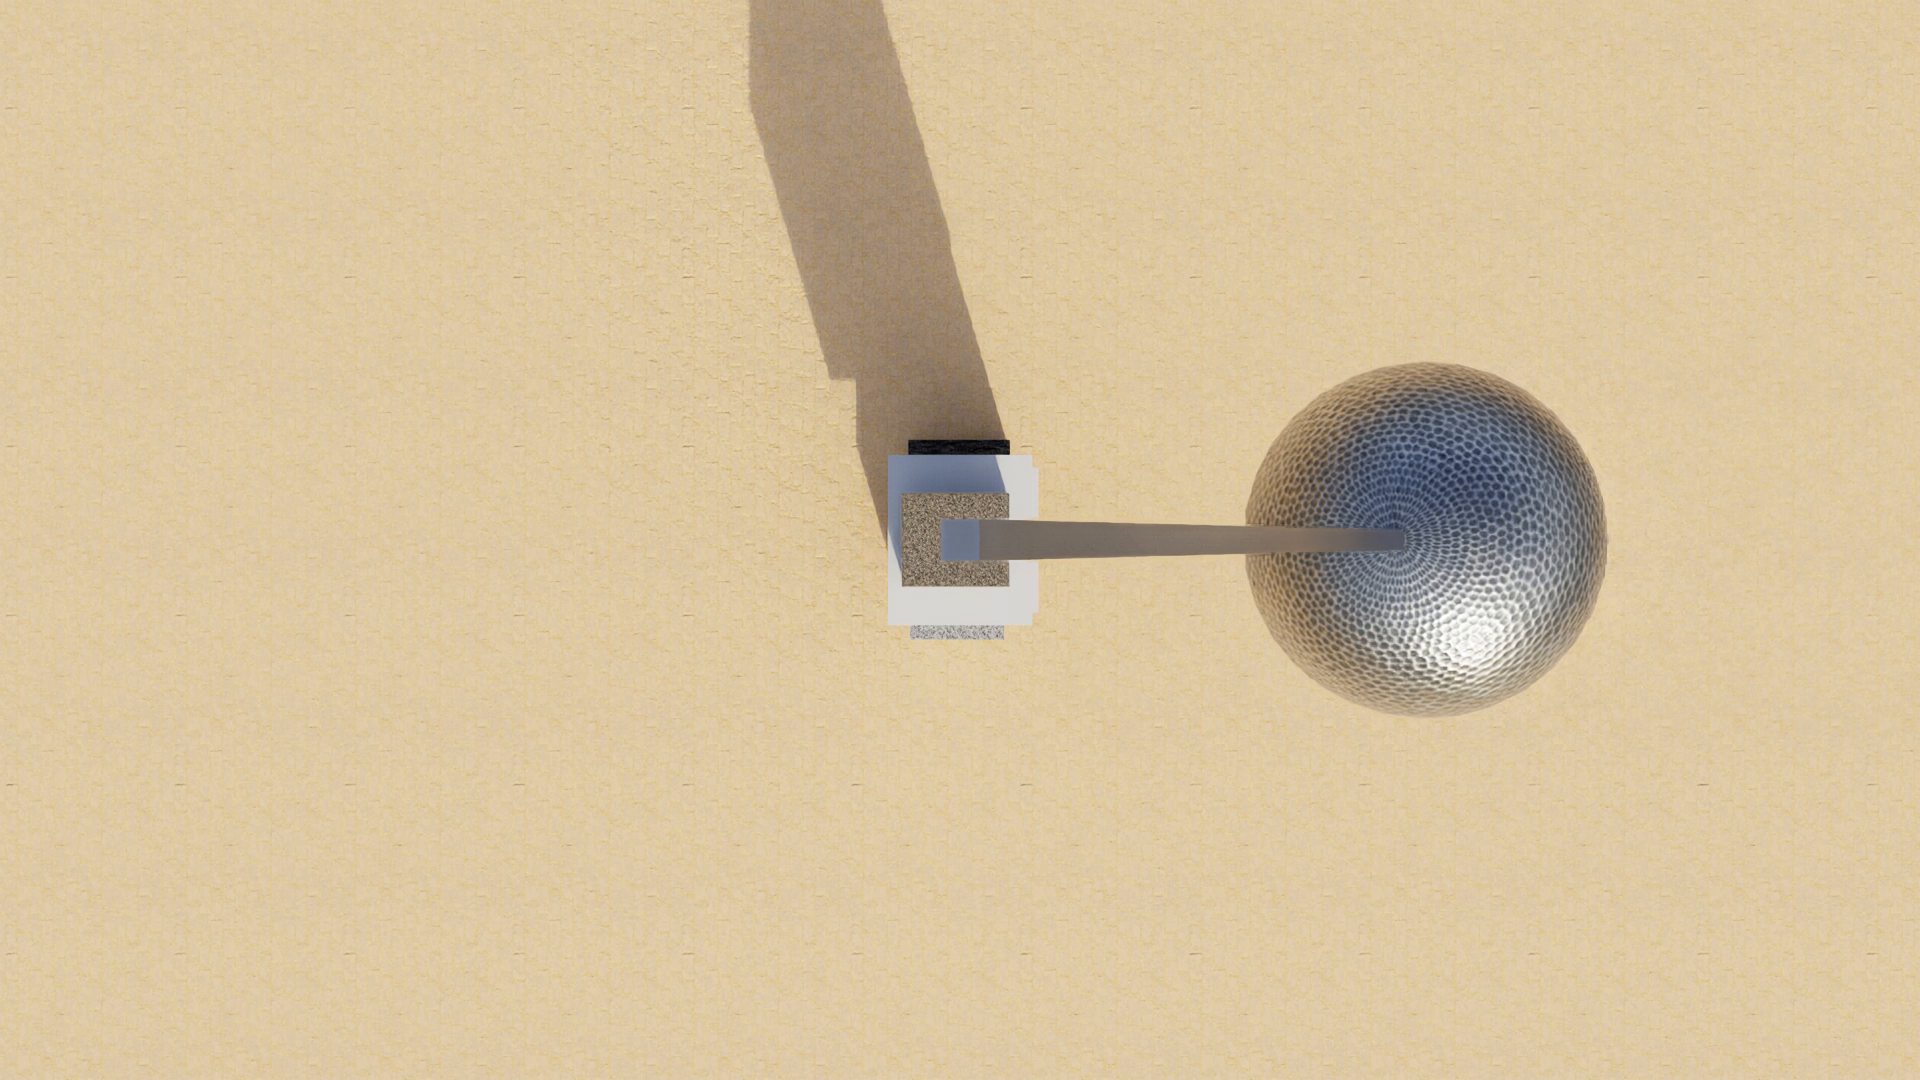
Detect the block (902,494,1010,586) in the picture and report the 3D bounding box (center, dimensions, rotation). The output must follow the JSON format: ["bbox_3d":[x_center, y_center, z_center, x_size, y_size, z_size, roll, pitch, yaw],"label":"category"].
[{"bbox_3d":[-0.016,0.000,8.553,0.410,0.356,0.356,0,90,0],"label":"block"}]

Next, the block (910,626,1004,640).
[{"bbox_3d":[-0.016,0.297,12.747,0.532,0.506,0.535,0,90,0],"label":"block"}]

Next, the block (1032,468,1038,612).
[{"bbox_3d":[0.019,0.000,9.757,0.636,0.655,0.622,0,90,0],"label":"block"}]

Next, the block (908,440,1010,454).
[{"bbox_3d":[-0.005,-0.273,12.695,0.573,0.610,0.585,0,90,0],"label":"block"}]

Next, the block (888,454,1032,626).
[{"bbox_3d":[0.001,0.000,9.080,0.574,0.699,0.676,0,90,0],"label":"block"}]

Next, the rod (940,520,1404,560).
[{"bbox_3d":[0.899,0.000,6.665,0.080,5.200,0.080,0,90,20],"label":"rod"}]

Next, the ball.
[{"bbox_3d":[2.074,0.000,9.855,1.600,1.600,1.600,0,90,0],"label":"ball"}]
